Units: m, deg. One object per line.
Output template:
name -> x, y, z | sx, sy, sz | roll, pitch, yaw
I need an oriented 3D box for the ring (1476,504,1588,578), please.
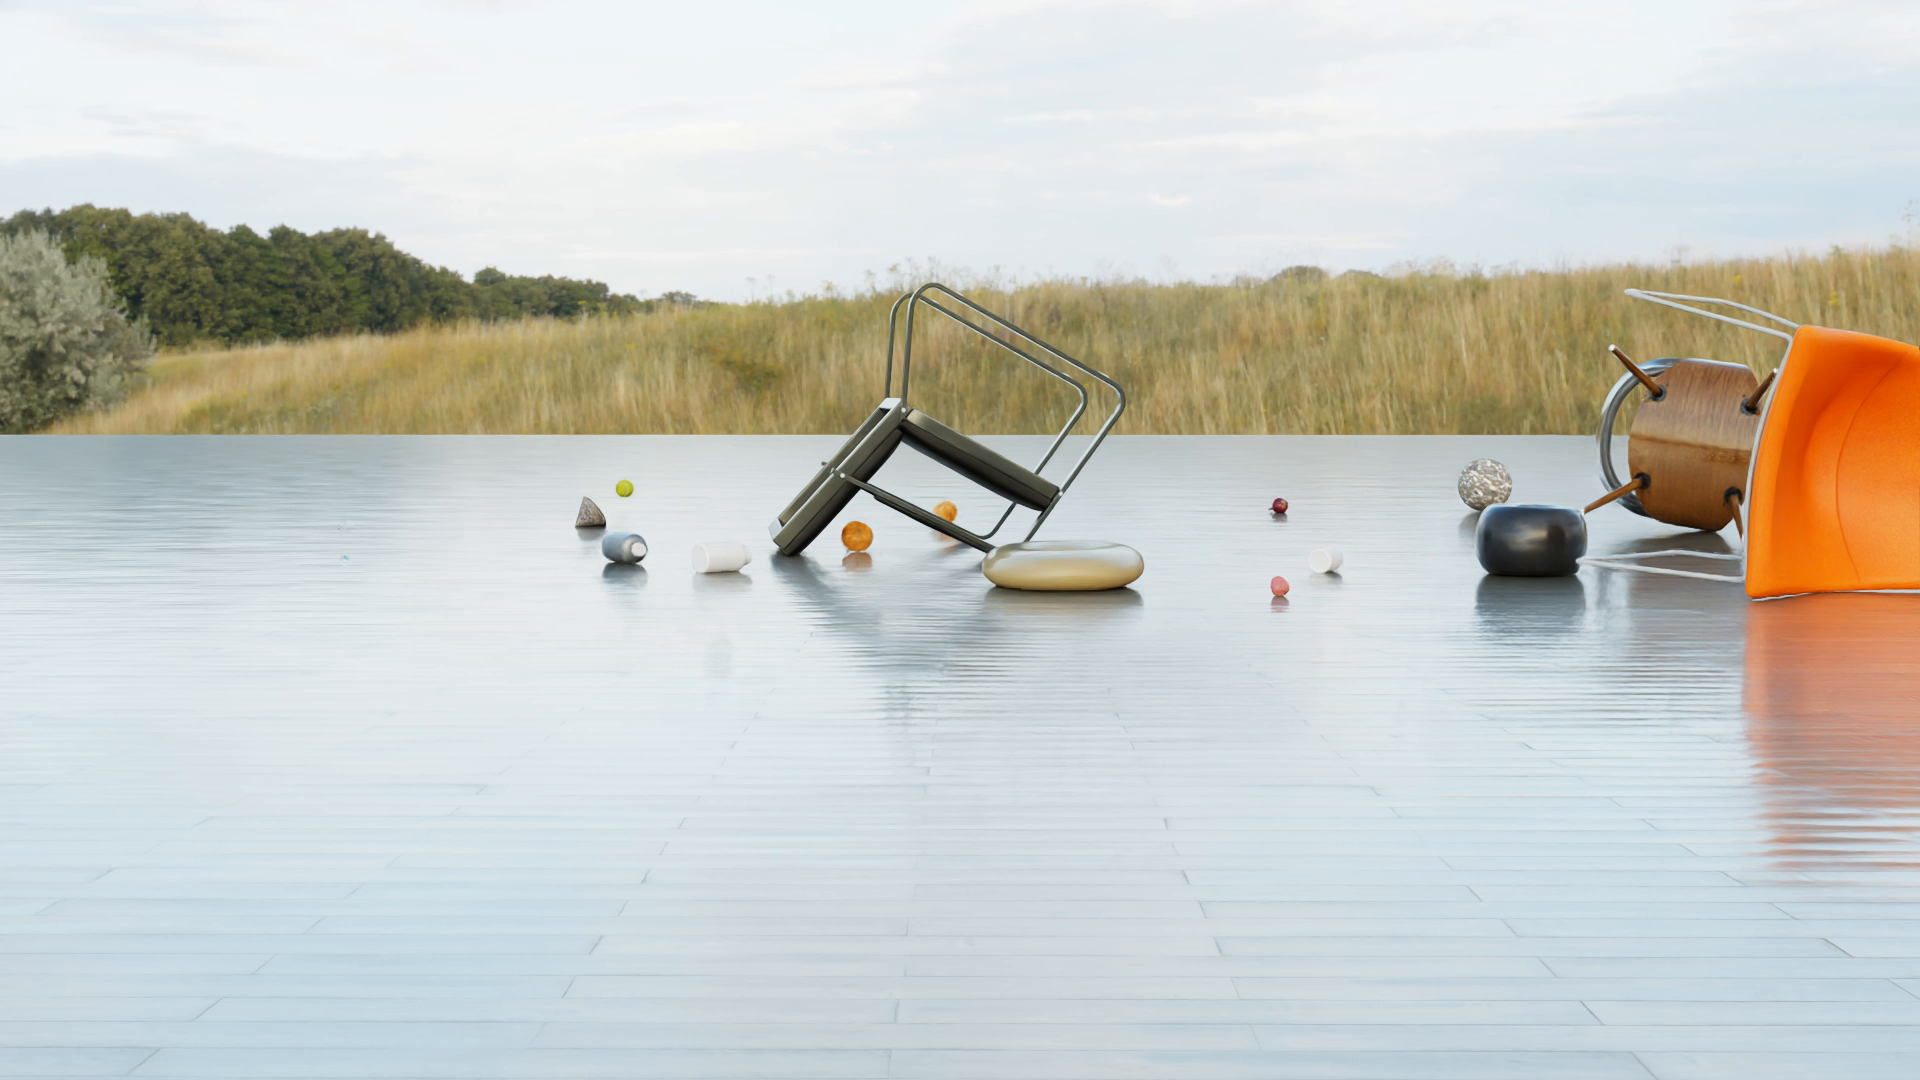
ring -> 1.389, 0.000, 5.347 | 0.265, 0.169, 0.311 | 3, 3, 22

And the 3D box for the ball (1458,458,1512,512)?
ball -> 1.924, -0.202, 8.060 | 0.196, 0.196, 0.196 | 0, 4, 0

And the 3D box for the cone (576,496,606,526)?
cone -> -1.227, -0.069, 7.190 | 0.087, 0.121, 0.112 | -41, 39, -24

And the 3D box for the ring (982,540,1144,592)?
ring -> 0.236, 0.058, 5.039 | 0.374, 0.092, 0.429 | -1, 5, -1
